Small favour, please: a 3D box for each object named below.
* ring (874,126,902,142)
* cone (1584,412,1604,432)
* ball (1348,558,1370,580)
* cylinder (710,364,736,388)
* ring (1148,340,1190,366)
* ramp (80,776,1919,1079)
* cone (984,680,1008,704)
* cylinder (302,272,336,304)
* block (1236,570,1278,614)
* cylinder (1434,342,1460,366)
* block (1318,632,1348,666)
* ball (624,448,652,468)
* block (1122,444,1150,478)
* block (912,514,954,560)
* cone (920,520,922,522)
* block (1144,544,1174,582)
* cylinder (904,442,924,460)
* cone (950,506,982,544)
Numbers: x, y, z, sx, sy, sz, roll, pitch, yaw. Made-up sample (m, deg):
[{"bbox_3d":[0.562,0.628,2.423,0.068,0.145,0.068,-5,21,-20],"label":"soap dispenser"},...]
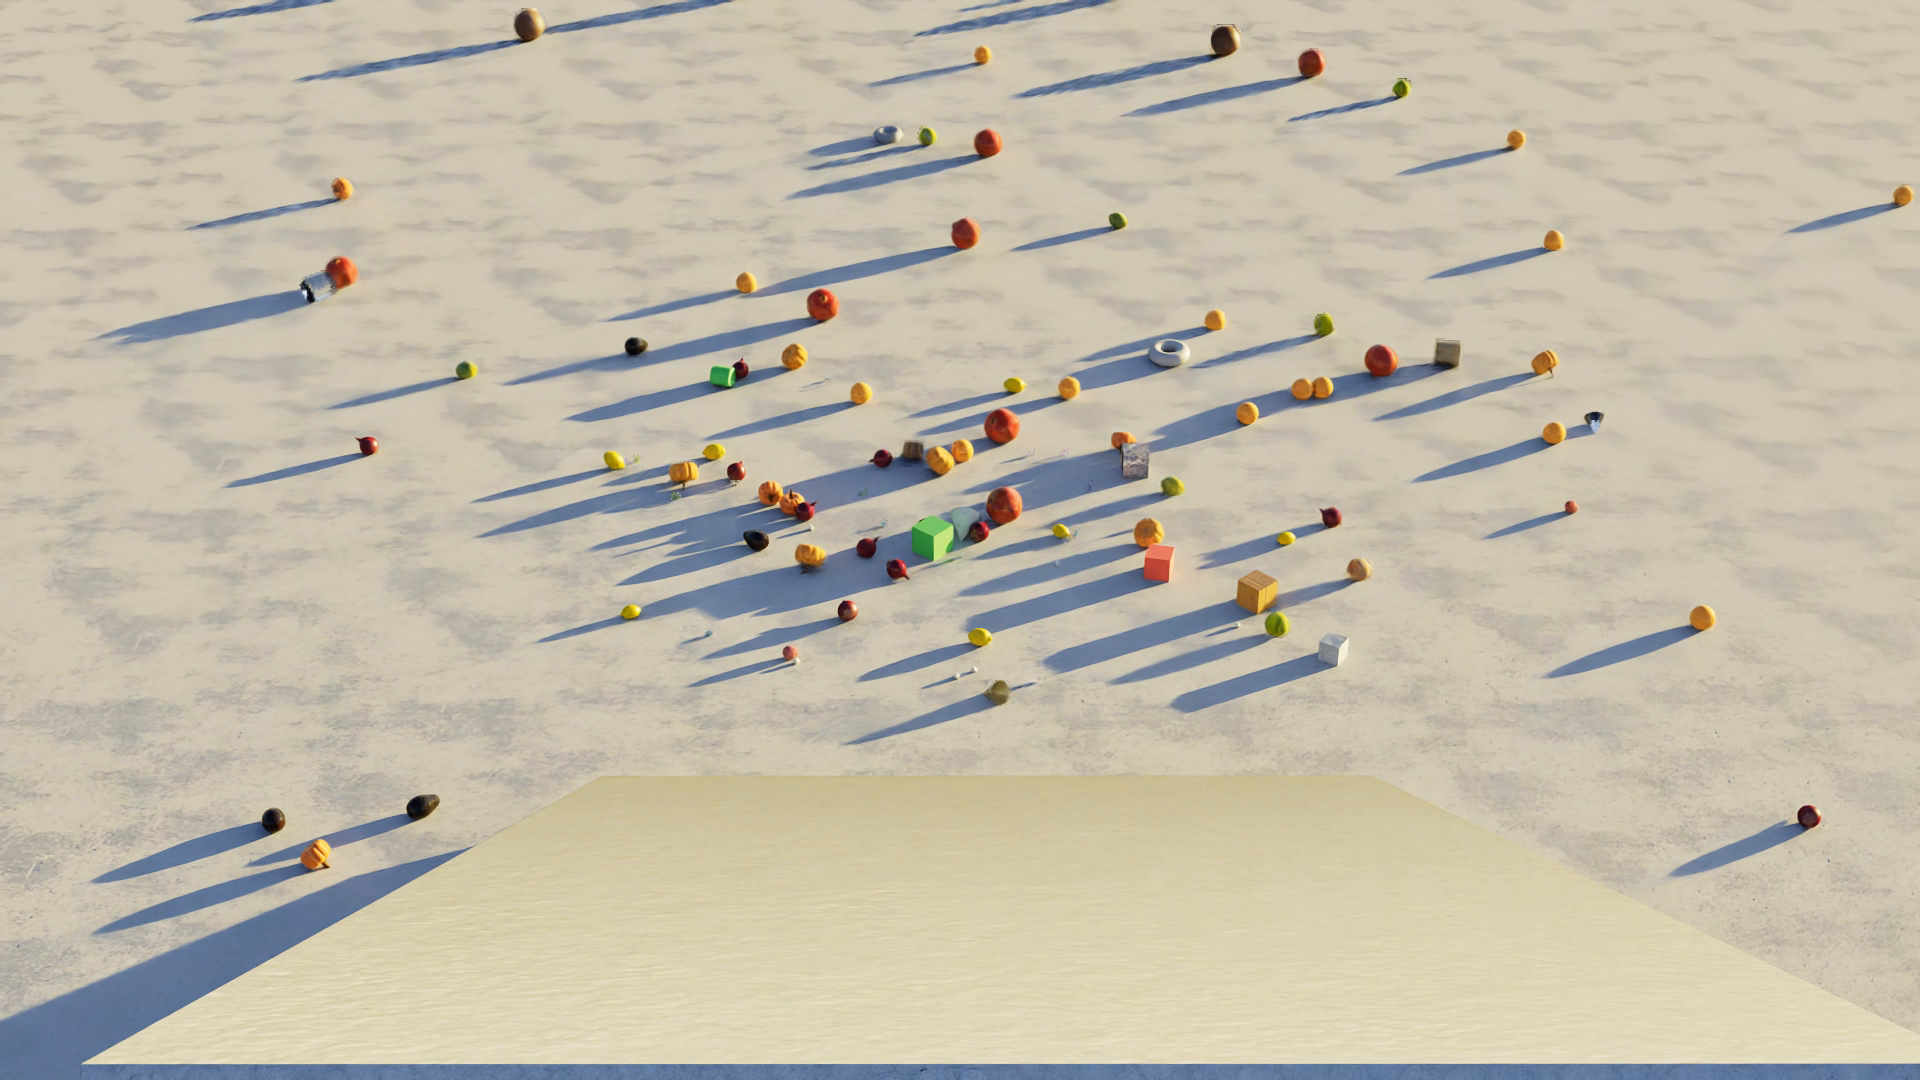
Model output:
[{"bbox_3d":[-0.287,-1.624,10.378,0.116,0.039,0.116,-2,32,1],"label":"ring"},{"bbox_3d":[2.061,-0.372,8.412,0.065,0.065,0.065,2,59,3],"label":"cone"},{"bbox_3d":[1.177,0.087,7.652,0.069,0.069,0.069,0,32,0],"label":"ball"},{"bbox_3d":[-0.792,-0.547,8.655,0.066,0.066,0.066,9,34,15],"label":"cylinder"},{"bbox_3d":[0.710,-0.636,8.811,0.144,0.048,0.144,-1,33,1],"label":"ring"},{"bbox_3d":[0.072,0.632,4.732,2.000,0.100,4.000,0,-1,0],"label":"ramp"},{"bbox_3d":[0.087,0.422,7.160,0.067,0.067,0.067,-6,20,47],"label":"cone"},{"bbox_3d":[-2.269,-0.893,9.179,0.088,0.088,0.088,-27,41,-36],"label":"cylinder"},{"bbox_3d":[0.864,0.151,7.538,0.082,0.082,0.082,-27,41,-35],"label":"block"},{"bbox_3d":[1.649,-0.631,8.774,0.080,0.080,0.080,4,33,8],"label":"cylinder"},{"bbox_3d":[1.053,0.306,7.312,0.062,0.062,0.062,19,37,27],"label":"block"},{"bbox_3d":[-1.025,-0.250,8.245,0.085,0.085,0.085,0,32,0],"label":"ball"},{"bbox_3d":[0.552,-0.251,8.173,0.080,0.080,0.080,0,32,0],"label":"block"},{"bbox_3d":[-0.082,-0.006,7.781,0.087,0.087,0.087,25,40,33],"label":"block"},{"bbox_3d":[-0.100,-0.031,7.882,0.050,0.050,0.050,-3,61,-4],"label":"cone"},{"bbox_3d":[0.590,0.068,7.676,0.075,0.075,0.075,8,33,12],"label":"block"},{"bbox_3d":[-0.149,-0.284,8.250,0.055,0.055,0.055,5,33,8],"label":"cylinder"},{"bbox_3d":[0.010,-0.033,7.863,0.100,0.100,0.100,5,59,8],"label":"cone"}]
